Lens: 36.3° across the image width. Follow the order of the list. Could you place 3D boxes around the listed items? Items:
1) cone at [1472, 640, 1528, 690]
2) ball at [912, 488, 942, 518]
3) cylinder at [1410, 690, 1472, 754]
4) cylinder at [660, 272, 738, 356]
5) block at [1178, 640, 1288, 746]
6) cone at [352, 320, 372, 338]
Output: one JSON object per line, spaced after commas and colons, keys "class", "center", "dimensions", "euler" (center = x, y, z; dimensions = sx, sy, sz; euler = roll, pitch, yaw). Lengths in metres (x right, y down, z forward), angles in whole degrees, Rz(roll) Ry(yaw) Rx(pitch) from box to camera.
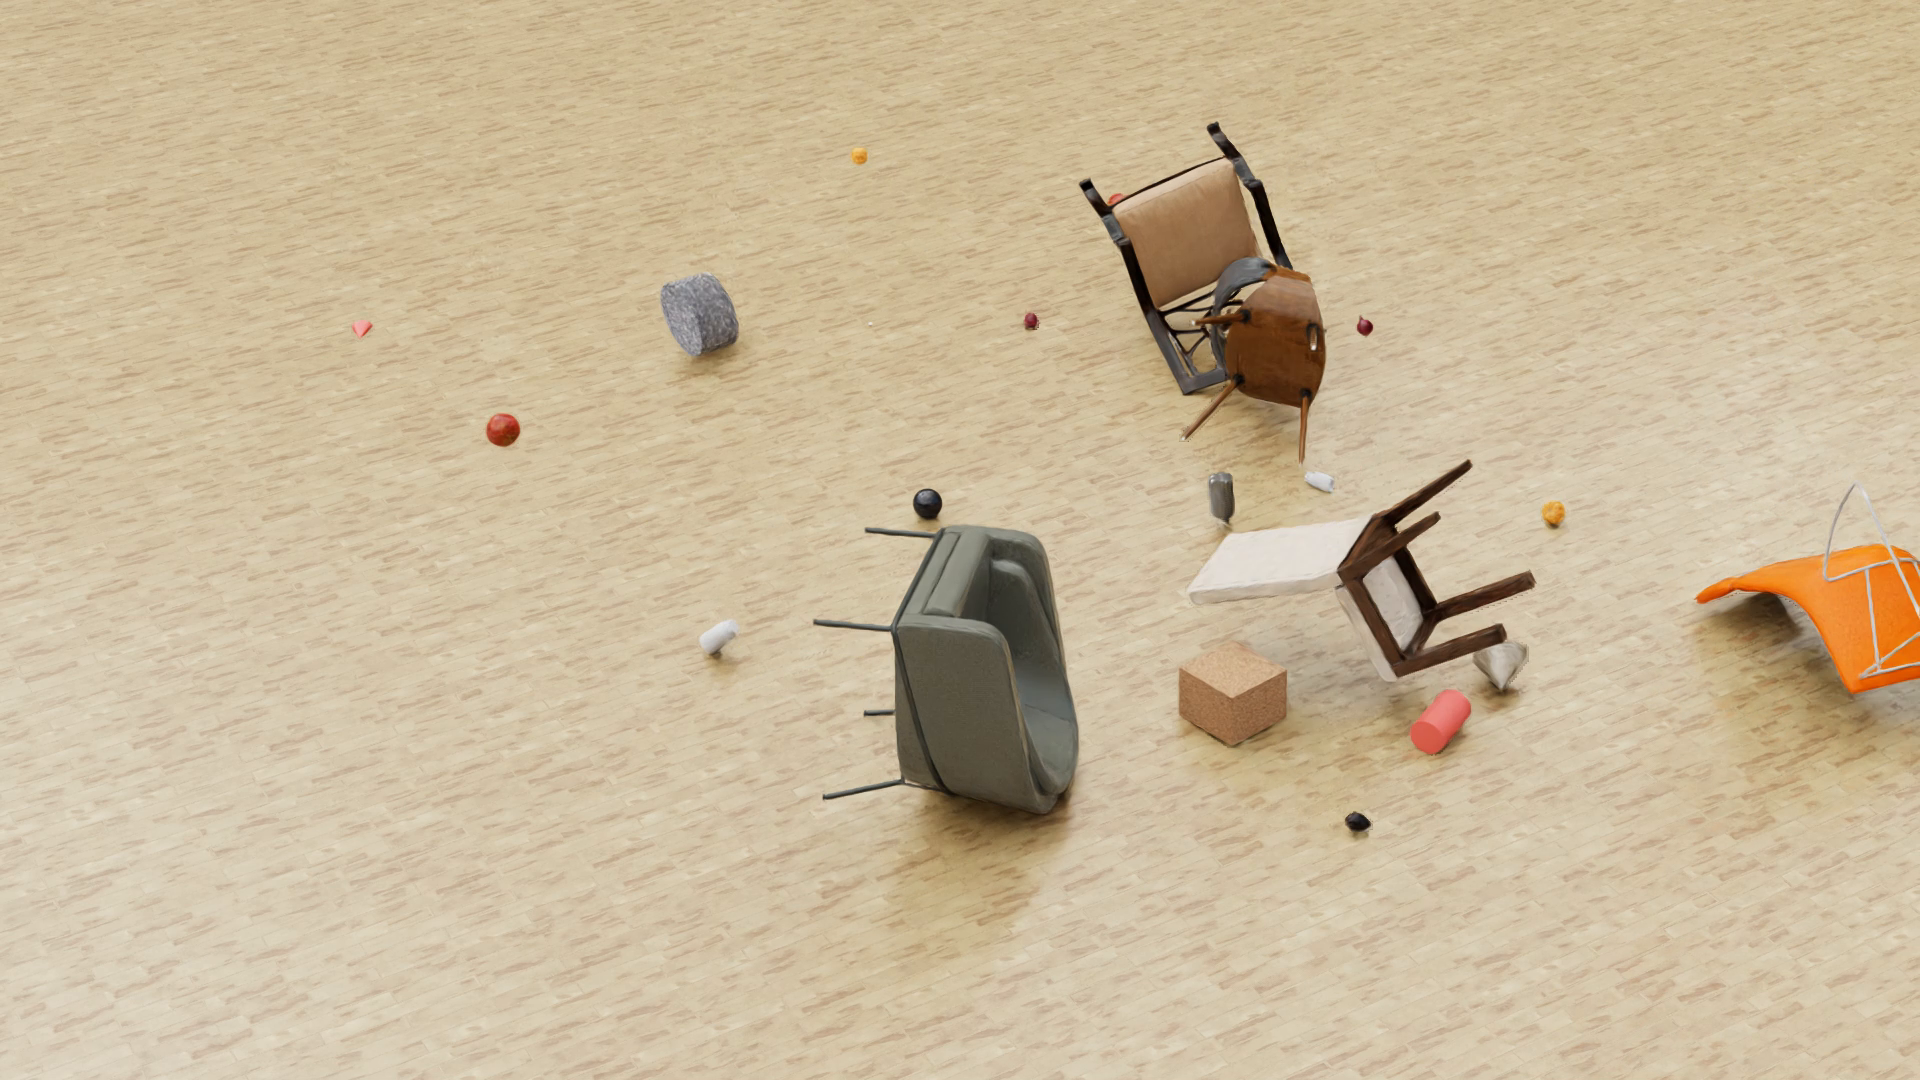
{"class": "cone", "center": [1.861, 0.459, 10.091], "dimensions": [0.192, 0.130, 0.191], "euler": [-12, 33, 17]}
{"class": "ball", "center": [-0.122, -0.138, 11.050], "dimensions": [0.115, 0.115, 0.115], "euler": [0, 33, 0]}
{"class": "cylinder", "center": [1.623, 0.612, 9.902], "dimensions": [0.123, 0.127, 0.216], "euler": [50, 46, 1]}
{"class": "cylinder", "center": [-1.064, -0.927, 12.018], "dimensions": [0.133, 0.319, 0.314], "euler": [-22, 3, 28]}
{"class": "block", "center": [0.926, 0.517, 9.969], "dimensions": [0.255, 0.194, 0.262], "euler": [-24, 37, -32]}
{"class": "cone", "center": [-2.130, -0.738, 10.423], "dimensions": [0.075, 0.047, 0.081], "euler": [-8, 39, 3]}
